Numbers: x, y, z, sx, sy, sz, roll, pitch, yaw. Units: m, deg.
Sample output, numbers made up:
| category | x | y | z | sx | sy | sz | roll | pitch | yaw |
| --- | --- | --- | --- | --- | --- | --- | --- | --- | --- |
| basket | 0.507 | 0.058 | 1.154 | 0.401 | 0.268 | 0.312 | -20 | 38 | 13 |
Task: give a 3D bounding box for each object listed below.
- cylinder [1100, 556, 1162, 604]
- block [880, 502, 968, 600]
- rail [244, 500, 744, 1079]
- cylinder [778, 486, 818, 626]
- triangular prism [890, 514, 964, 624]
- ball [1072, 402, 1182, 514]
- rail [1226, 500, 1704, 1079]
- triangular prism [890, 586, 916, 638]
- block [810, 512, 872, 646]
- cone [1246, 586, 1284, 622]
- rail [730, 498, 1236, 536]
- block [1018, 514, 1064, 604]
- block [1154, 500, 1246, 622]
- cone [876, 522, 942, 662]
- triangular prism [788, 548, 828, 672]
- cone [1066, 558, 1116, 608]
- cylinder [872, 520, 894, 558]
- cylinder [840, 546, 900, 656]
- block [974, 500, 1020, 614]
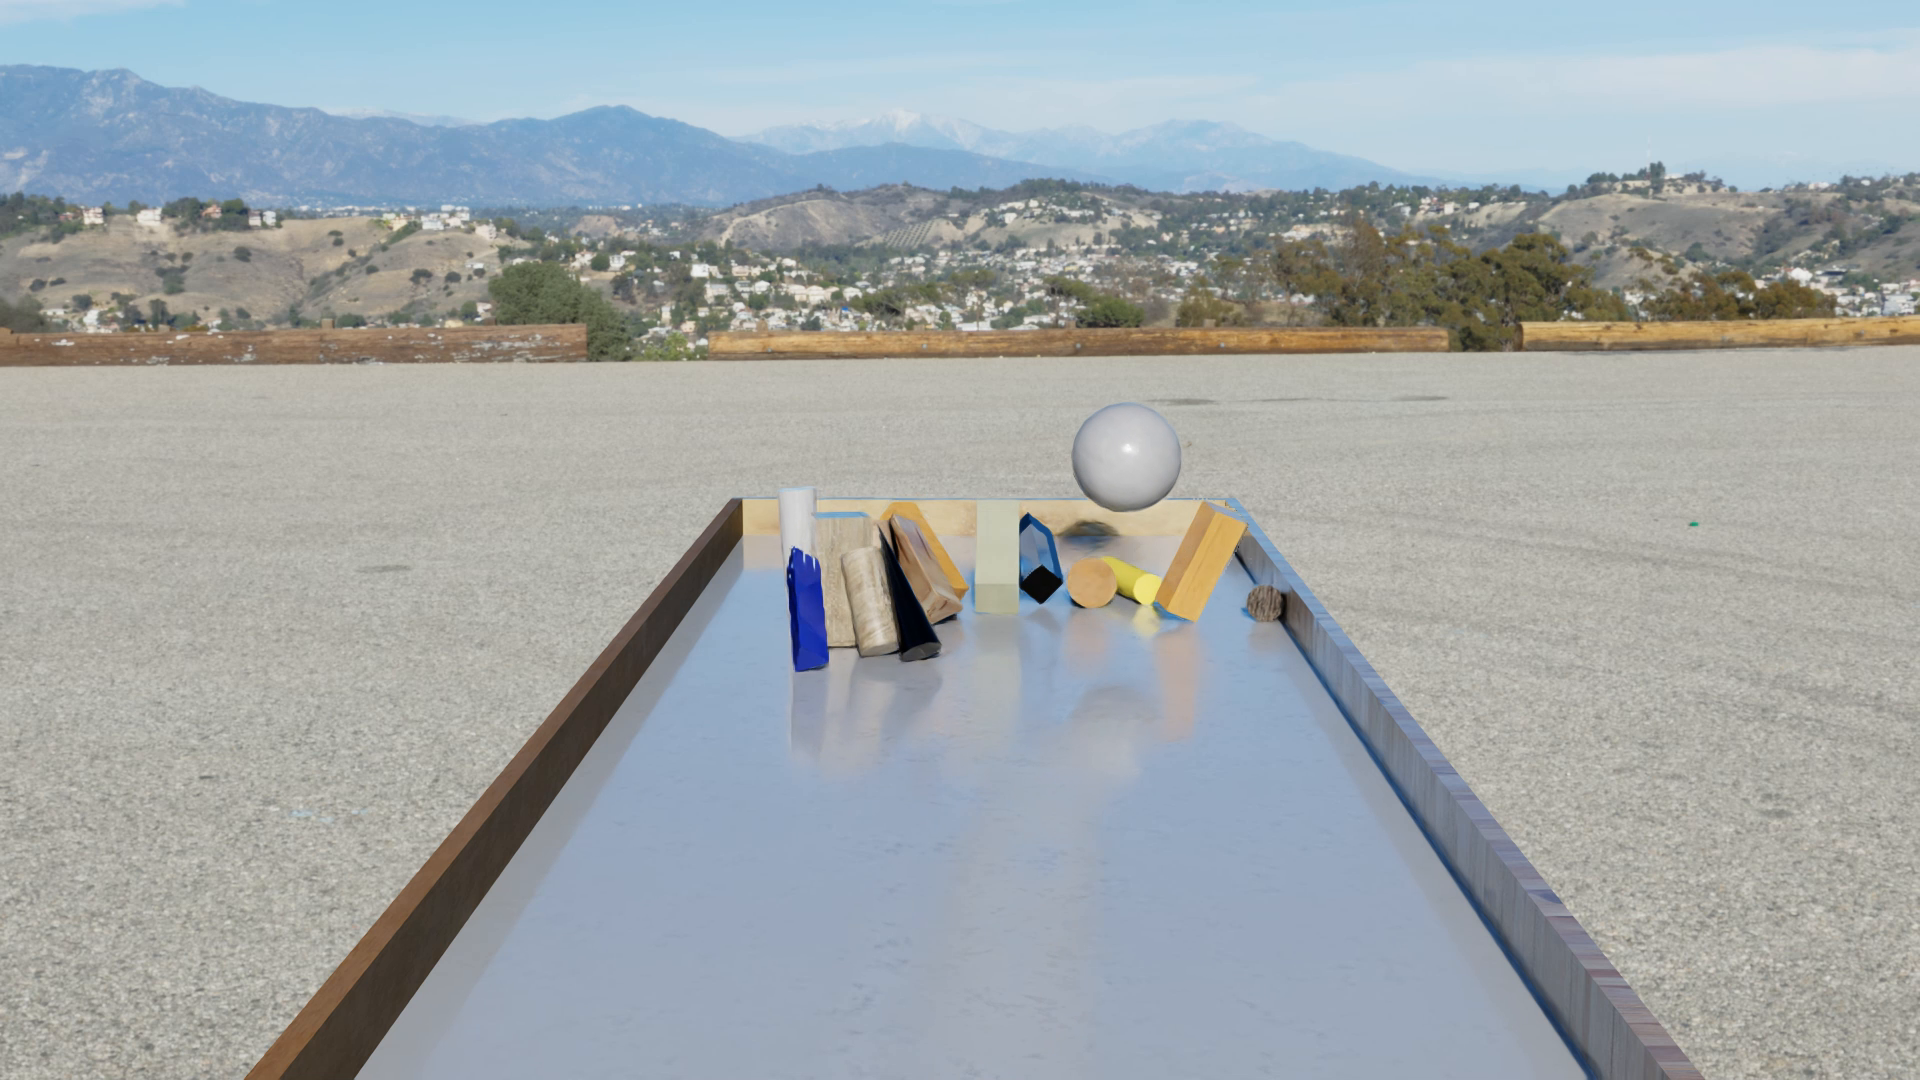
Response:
| category | x | y | z | sx | sy | sz | roll | pitch | yaw |
| --- | --- | --- | --- | --- | --- | --- | --- | --- | --- |
| cylinder | 0.593 | 0.141 | 7.772 | 0.109 | 0.109 | 0.387 | -3 | 9 | -17 |
| block | -0.130 | 0.054 | 7.538 | 0.109 | 0.109 | 0.399 | -2 | 49 | -44 |
| rail | -1.004 | 0.839 | 3.234 | 0.050 | 0.150 | 12.000 | 0 | 9 | 1 |
| cylinder | -0.518 | 0.054 | 7.217 | 0.126 | 0.445 | 0.126 | -4 | 6 | 0 |
| triangular prism | -0.136 | 0.083 | 7.276 | 0.135 | 0.117 | 0.385 | -25 | 56 | -6 |
| ball | 0.583 | -0.288 | 7.717 | 0.387 | 0.387 | 0.387 | 0 | 9 | 0 |
| rail | 1.046 | 0.843 | 3.208 | 0.050 | 0.150 | 12.000 | 0 | 9 | 1 |
| triangular prism | -0.283 | 0.129 | 7.119 | 0.106 | 0.092 | 0.457 | -2 | 41 | -41 |
| block | -0.372 | 0.122 | 6.933 | 0.171 | 0.403 | 0.171 | -2 | 7 | -11 |
| cone | 1.046 | 0.213 | 7.472 | 0.122 | 0.122 | 0.348 | 2 | -1 | 11 |
| rail | 0.099 | -0.098 | 9.147 | 2.100 | 0.150 | 0.050 | 0 | 9 | 1 |
| block | 0.263 | 0.063 | 7.728 | 0.115 | 0.115 | 0.383 | 38 | 18 | -22 |
| block | 0.794 | 0.070 | 7.273 | 0.121 | 0.371 | 0.121 | 21 | 14 | -21 |
| cone | -0.187 | 0.138 | 6.718 | 0.130 | 0.454 | 0.130 | -17 | -22 | -7 |
| triangular prism | -0.476 | 0.199 | 6.645 | 0.106 | 0.092 | 0.428 | -17 | 43 | 8 |
| cone | 0.426 | 0.166 | 7.687 | 0.176 | 0.176 | 0.304 | -2 | -7 | -10 |
| cylinder | -0.269 | 0.101 | 7.279 | 0.125 | 0.318 | 0.125 | -10 | -9 | -2 |
| cylinder | -0.273 | 0.189 | 6.744 | 0.131 | 0.310 | 0.131 | -12 | -16 | -3 |
| block | 0.129 | 0.054 | 7.526 | 0.147 | 0.147 | 0.399 | 1 | 46 | 2 |
